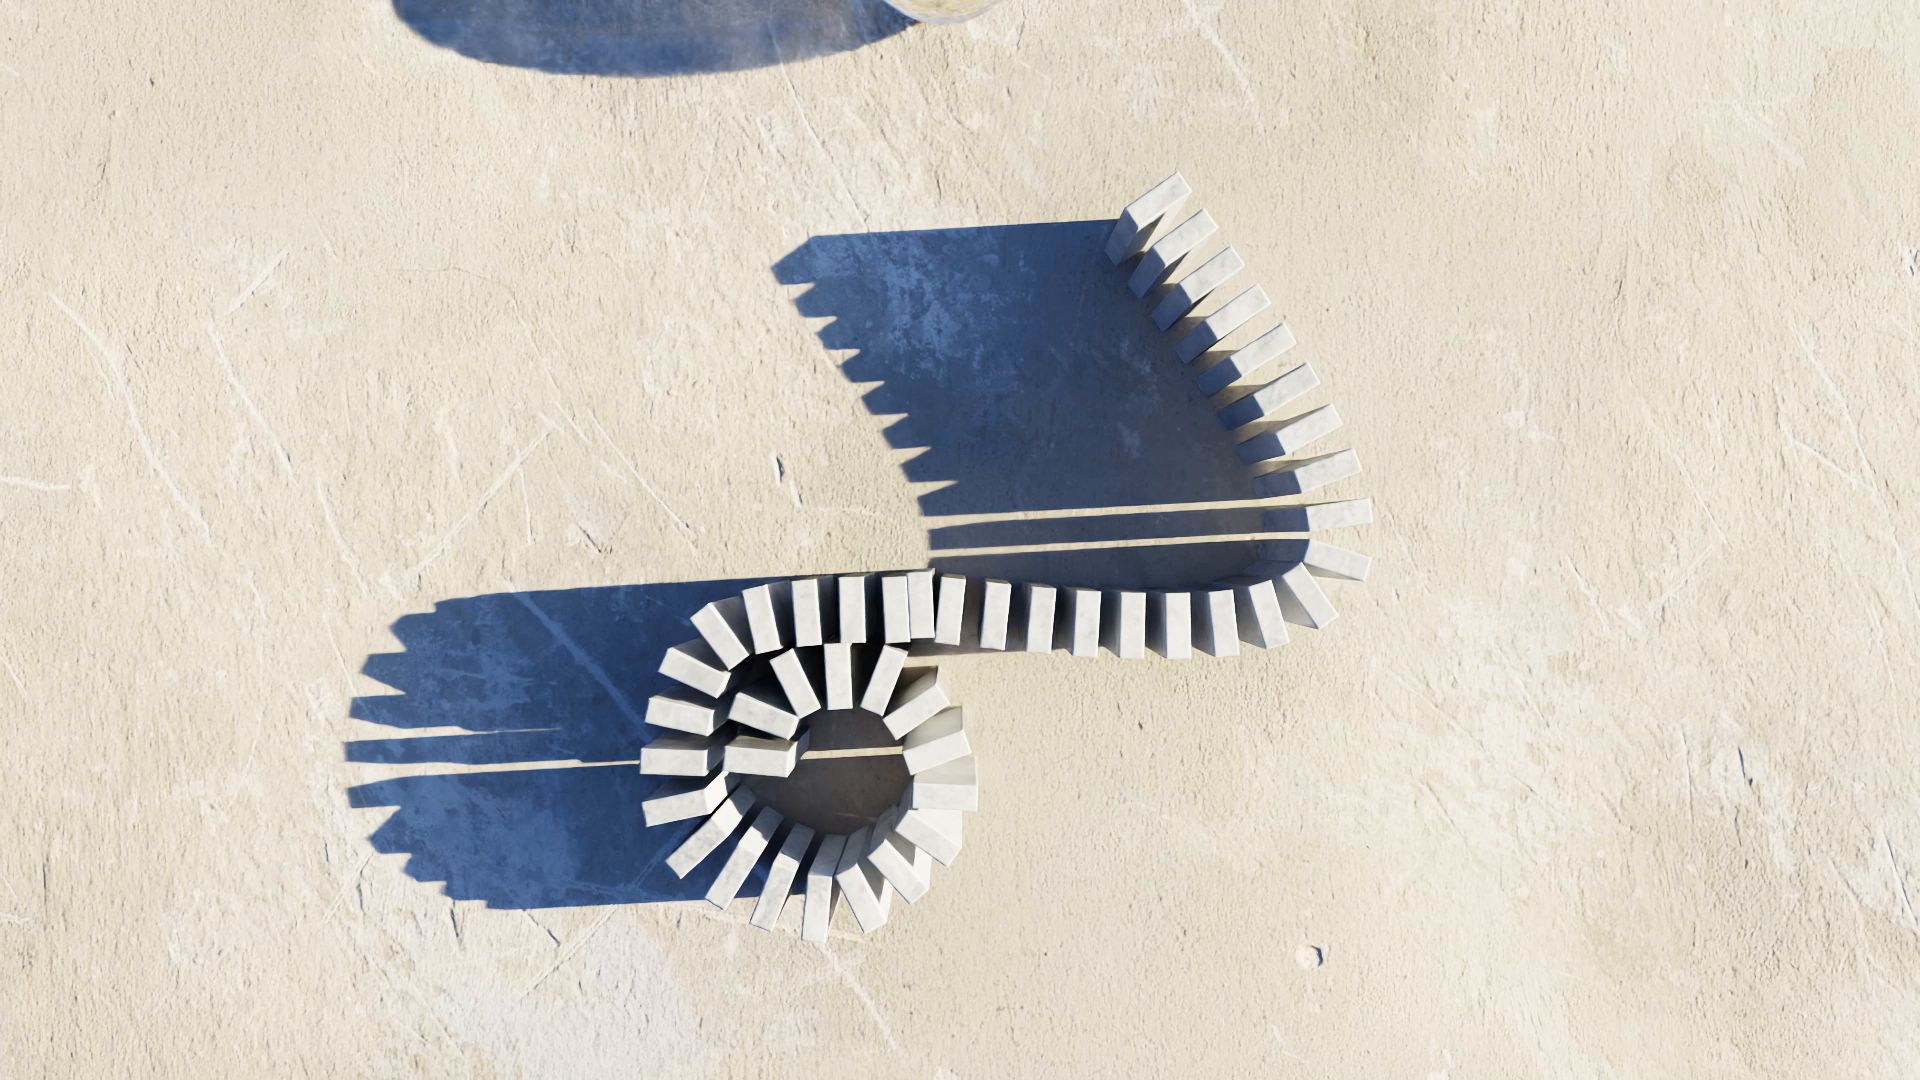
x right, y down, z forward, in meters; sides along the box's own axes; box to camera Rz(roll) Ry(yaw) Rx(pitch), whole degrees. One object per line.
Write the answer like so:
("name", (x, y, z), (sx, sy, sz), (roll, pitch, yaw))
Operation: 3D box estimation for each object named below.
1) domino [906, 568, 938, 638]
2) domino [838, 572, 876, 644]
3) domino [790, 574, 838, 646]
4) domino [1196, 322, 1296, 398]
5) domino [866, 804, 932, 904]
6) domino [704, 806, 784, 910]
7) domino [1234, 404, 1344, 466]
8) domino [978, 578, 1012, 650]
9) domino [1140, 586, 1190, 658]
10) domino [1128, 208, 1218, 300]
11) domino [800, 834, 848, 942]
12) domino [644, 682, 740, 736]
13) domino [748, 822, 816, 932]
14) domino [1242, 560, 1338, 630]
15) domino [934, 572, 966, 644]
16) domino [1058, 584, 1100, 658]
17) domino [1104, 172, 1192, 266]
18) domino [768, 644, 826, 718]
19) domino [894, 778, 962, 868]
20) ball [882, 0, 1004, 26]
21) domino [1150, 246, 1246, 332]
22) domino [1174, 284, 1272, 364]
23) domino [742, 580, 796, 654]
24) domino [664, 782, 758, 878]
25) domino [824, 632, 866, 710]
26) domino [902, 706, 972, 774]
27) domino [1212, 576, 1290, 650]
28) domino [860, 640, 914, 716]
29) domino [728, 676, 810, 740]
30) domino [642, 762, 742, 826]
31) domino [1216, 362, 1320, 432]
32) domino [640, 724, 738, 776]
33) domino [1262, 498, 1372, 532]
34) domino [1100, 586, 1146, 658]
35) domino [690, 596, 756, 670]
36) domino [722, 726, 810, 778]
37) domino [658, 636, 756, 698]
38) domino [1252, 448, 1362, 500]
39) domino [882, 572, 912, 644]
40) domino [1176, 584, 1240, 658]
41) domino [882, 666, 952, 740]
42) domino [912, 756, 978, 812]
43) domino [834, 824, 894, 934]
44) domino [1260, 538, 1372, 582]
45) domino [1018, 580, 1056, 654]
("domino", (-0.015, 0.025, 0.375), (0.009, 0.050, 0.025), (-3, 90, 0))
("domino", (-0.041, 0.027, 0.375), (0.009, 0.050, 0.025), (-2, 90, 0))
("domino", (-0.059, 0.028, 0.375), (0.010, 0.050, 0.025), (-5, 90, 0))
("domino", (0.116, -0.073, 0.375), (0.025, 0.050, 0.009), (-32, 90, 0))
("domino", (-0.024, 0.127, 0.375), (0.009, 0.050, 0.025), (-42, 90, 0))
("domino", (-0.087, 0.129, 0.375), (0.010, 0.050, 0.025), (32, 90, 0))
("domino", (0.133, -0.042, 0.375), (0.025, 0.050, 0.010), (-27, 90, 0))
("domino", (0.013, 0.029, 0.375), (0.009, 0.050, 0.025), (6, 90, 0))
("domino", (0.083, 0.033, 0.375), (0.010, 0.050, 0.025), (-1, 90, 0))
("domino", (0.086, -0.116, 0.375), (0.025, 0.050, 0.009), (-36, 90, 0))
("domino", (-0.055, 0.141, 0.375), (0.009, 0.050, 0.025), (5, 90, 0))
("domino", (-0.108, 0.068, 0.375), (0.025, 0.050, 0.010), (12, 90, 0))
("domino", (-0.072, 0.137, 0.375), (0.009, 0.050, 0.025), (22, 90, 0))
("domino", (0.134, 0.021, 0.375), (0.010, 0.050, 0.025), (-35, 90, 0))
("domino", (-0.004, 0.027, 0.375), (0.010, 0.050, 0.025), (6, 90, 0))
("domino", (0.048, 0.032, 0.375), (0.010, 0.050, 0.025), (3, 90, 0))
("domino", (0.076, -0.130, 0.375), (0.025, 0.050, 0.009), (-35, 90, 0))
("domino", (-0.063, 0.055, 0.375), (0.010, 0.050, 0.025), (-27, 90, 0))
("domino", (-0.012, 0.114, 0.375), (0.025, 0.050, 0.010), (35, 90, 0))
("ball", (-0.007, -0.248, 0.360), (0.080, 0.080, 0.080), (0, 90, 0))
("domino", (0.096, -0.102, 0.375), (0.025, 0.050, 0.009), (-35, 90, 0))
("domino", (0.106, -0.087, 0.375), (0.025, 0.050, 0.009), (-34, 90, 0))
("domino", (-0.076, 0.030, 0.375), (0.009, 0.050, 0.025), (-13, 90, 0))
("domino", (-0.101, 0.118, 0.375), (0.025, 0.050, 0.010), (-42, 90, 0))
("domino", (-0.047, 0.052, 0.375), (0.009, 0.050, 0.025), (-4, 90, 0))
("domino", (-0.009, 0.081, 0.375), (0.025, 0.050, 0.009), (-20, 90, 0))
("domino", (0.118, 0.029, 0.375), (0.010, 0.050, 0.025), (-17, 90, 0))
("domino", (-0.029, 0.054, 0.375), (0.010, 0.050, 0.025), (22, 90, 0))
("domino", (-0.076, 0.068, 0.375), (0.025, 0.050, 0.009), (20, 90, 0))
("domino", (-0.109, 0.102, 0.375), (0.025, 0.050, 0.010), (-12, 90, 0))
("domino", (0.125, -0.058, 0.375), (0.025, 0.050, 0.010), (-30, 90, 0))
("domino", (-0.110, 0.085, 0.375), (0.025, 0.050, 0.009), (2, 90, 0))
("domino", (0.145, -0.010, 0.375), (0.025, 0.050, 0.010), (-8, 90, 0))
("domino", (0.066, 0.033, 0.375), (0.010, 0.050, 0.025), (1, 90, 0))
("domino", (-0.092, 0.037, 0.375), (0.010, 0.050, 0.025), (-38, 90, 0))
("domino", (-0.078, 0.085, 0.375), (0.025, 0.050, 0.010), (5, 90, 0))
("domino", (-0.102, 0.051, 0.375), (0.025, 0.050, 0.009), (24, 90, 0))
("domino", (0.140, -0.027, 0.375), (0.025, 0.050, 0.009), (-20, 90, 0))
("domino", (-0.025, 0.027, 0.375), (0.009, 0.050, 0.025), (-3, 90, 0))
("domino", (0.101, 0.032, 0.375), (0.009, 0.050, 0.025), (-6, 90, 0))
("domino", (-0.017, 0.066, 0.375), (0.025, 0.050, 0.009), (-34, 90, 0))
("domino", (-0.006, 0.098, 0.375), (0.025, 0.050, 0.010), (3, 90, 0))
("domino", (-0.038, 0.137, 0.375), (0.010, 0.050, 0.025), (-27, 90, 0))
("domino", (0.144, 0.008, 0.375), (0.025, 0.050, 0.009), (17, 90, 0))
("domino", (0.031, 0.031, 0.375), (0.009, 0.050, 0.025), (5, 90, 0))
